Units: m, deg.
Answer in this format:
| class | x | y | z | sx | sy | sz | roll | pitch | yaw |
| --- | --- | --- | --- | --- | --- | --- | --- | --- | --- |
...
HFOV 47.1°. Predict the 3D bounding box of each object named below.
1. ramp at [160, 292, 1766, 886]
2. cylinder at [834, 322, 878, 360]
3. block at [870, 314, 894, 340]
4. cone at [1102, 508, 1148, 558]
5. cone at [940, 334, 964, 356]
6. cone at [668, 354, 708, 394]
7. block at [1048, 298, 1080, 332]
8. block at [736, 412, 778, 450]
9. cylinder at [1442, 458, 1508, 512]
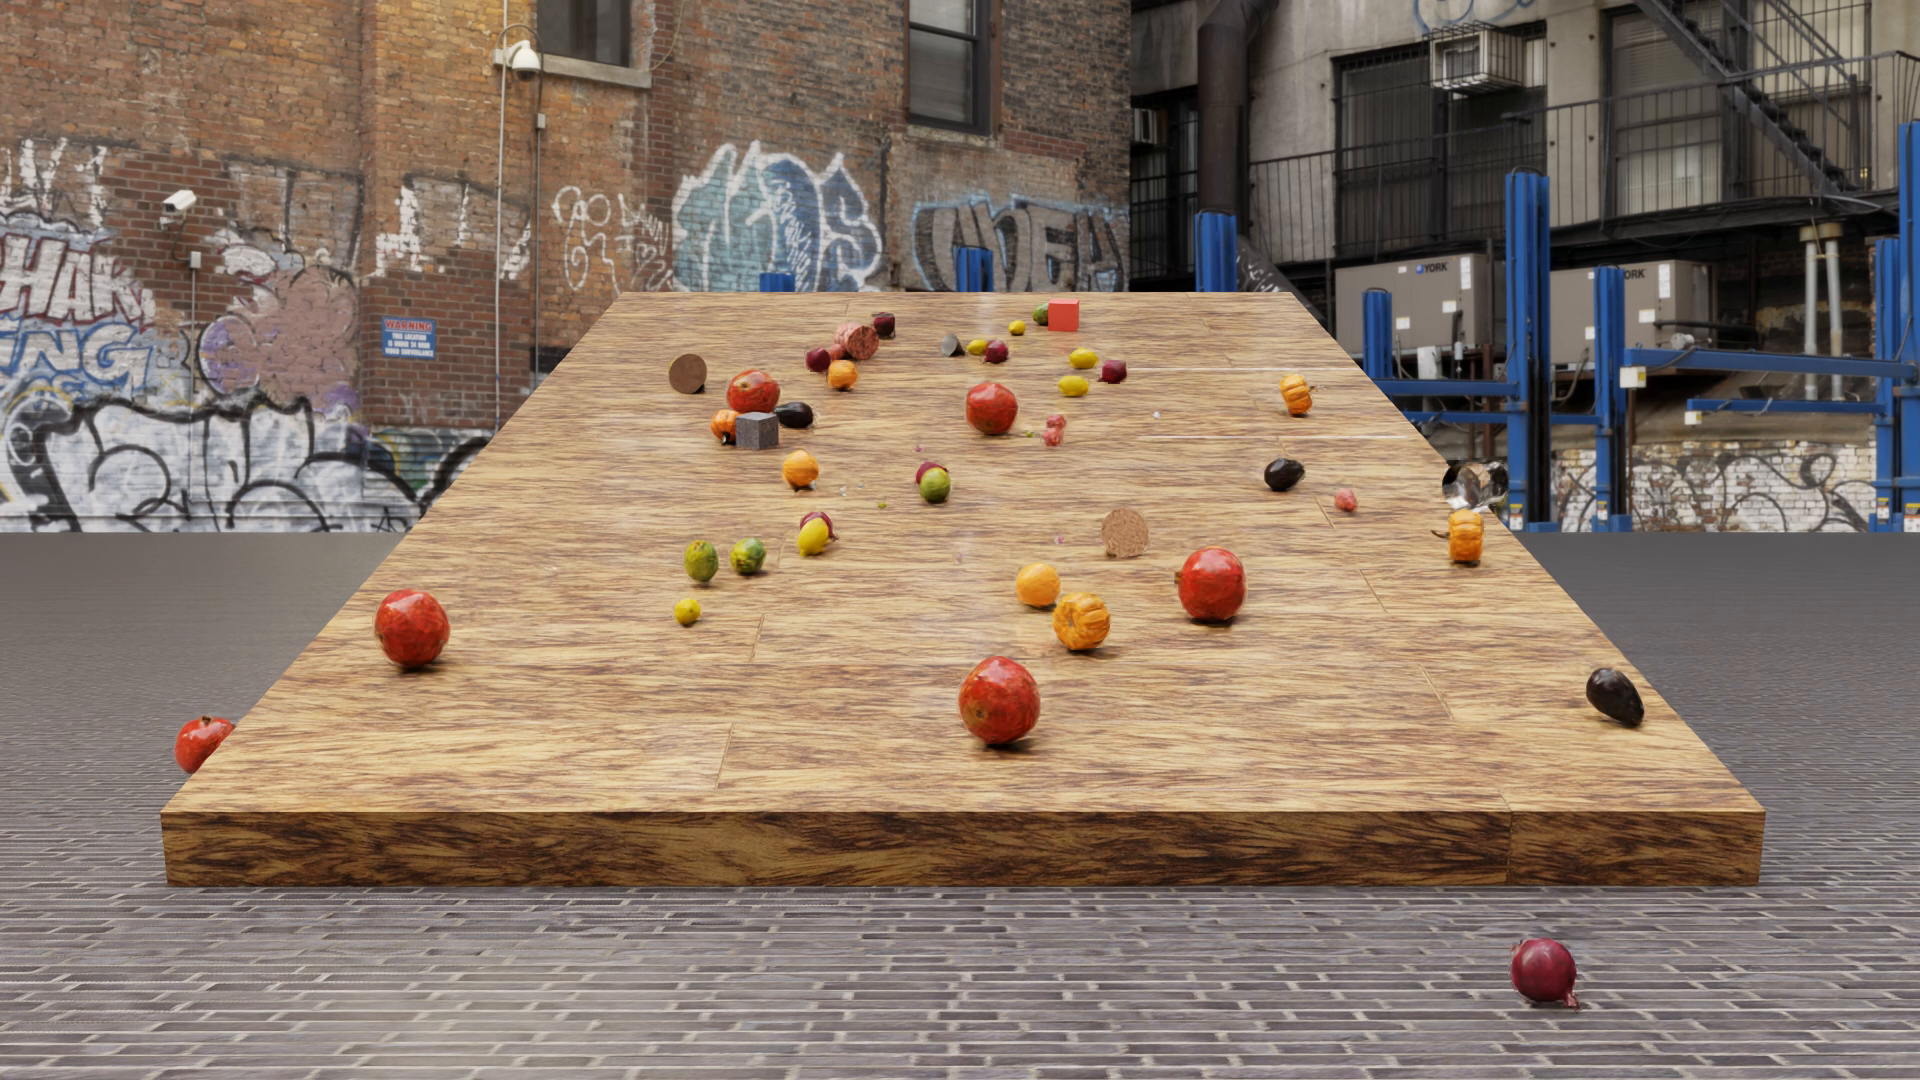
| class | x | y | z | sx | sy | sz | roll | pitch | yaw |
| --- | --- | --- | --- | --- | --- | --- | --- | --- | --- |
| ramp | -0.002 | -0.154 | 4.681 | 2.000 | 0.100 | 4.000 | 0 | 16 | 0 |
| cylinder | -0.263 | -0.507 | 5.595 | 0.086 | 0.086 | 0.086 | 0 | 14 | -28 |
| block | -0.205 | -0.570 | 5.869 | 0.058 | 0.058 | 0.058 | -2 | 16 | -7 |
| cone | 0.277 | -0.004 | 3.887 | 0.088 | 0.088 | 0.088 | 0 | -12 | -16 |
| cone | -0.008 | -0.490 | 5.642 | 0.061 | 0.061 | 0.061 | 0 | -18 | 43 |
| cone | -0.625 | -0.380 | 5.220 | 0.098 | 0.098 | 0.098 | 0 | -12 | 17 |
| block | 0.282 | -0.612 | 5.988 | 0.075 | 0.075 | 0.075 | 2 | 16 | 8 |
| block | -0.429 | -0.231 | 4.649 | 0.064 | 0.064 | 0.064 | 11 | 19 | 34 |
| cylinder | 0.974 | -0.105 | 4.161 | 0.088 | 0.088 | 0.088 | -14 | 9 | -41 |
